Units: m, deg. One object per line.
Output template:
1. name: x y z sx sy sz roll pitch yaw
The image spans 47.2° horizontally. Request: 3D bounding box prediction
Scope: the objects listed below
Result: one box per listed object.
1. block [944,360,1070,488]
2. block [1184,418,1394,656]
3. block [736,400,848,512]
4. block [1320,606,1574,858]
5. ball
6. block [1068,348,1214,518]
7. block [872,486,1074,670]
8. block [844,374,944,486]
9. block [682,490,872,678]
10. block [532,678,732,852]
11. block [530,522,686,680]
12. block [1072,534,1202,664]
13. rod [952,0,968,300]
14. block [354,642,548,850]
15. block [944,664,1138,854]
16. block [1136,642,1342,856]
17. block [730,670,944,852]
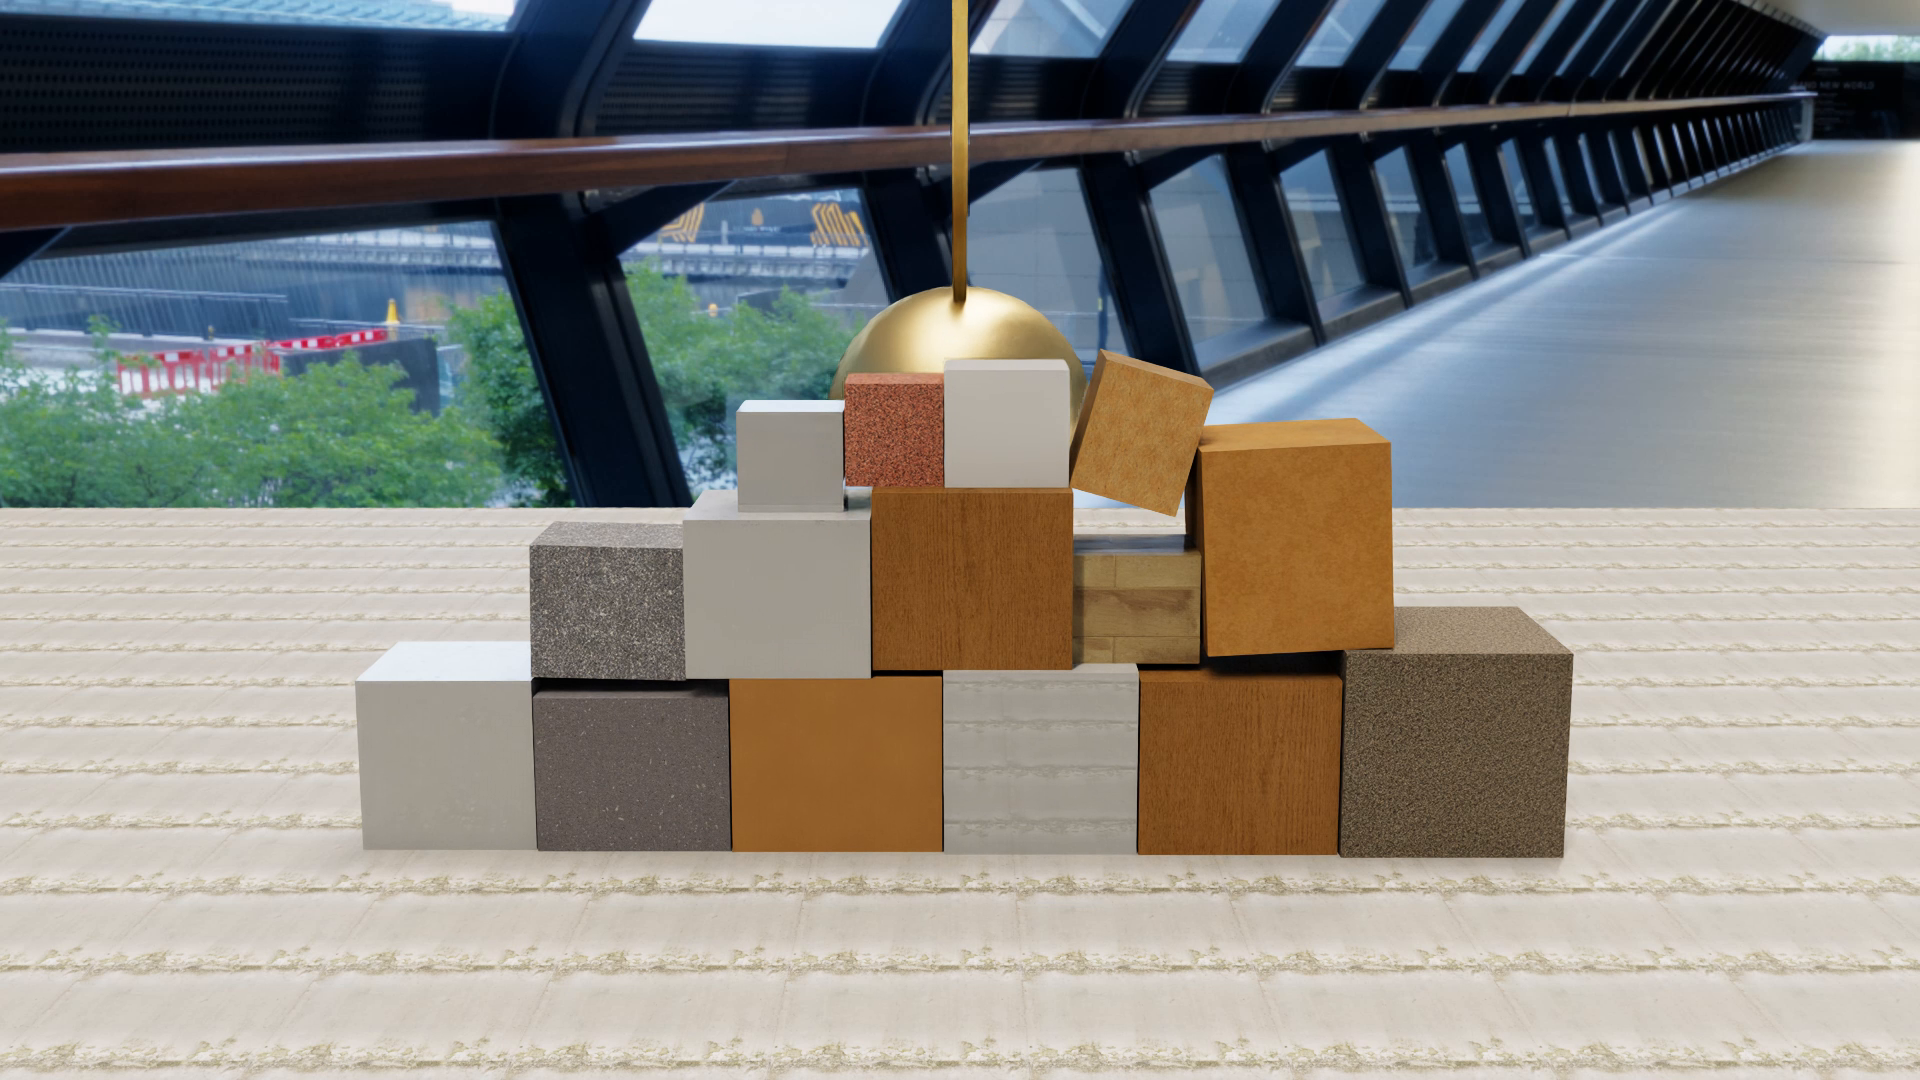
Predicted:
1. block: 0.231 -0.594 11.077 0.613 0.582 0.538 0 10 0
2. block: 1.650 -0.035 11.181 0.915 1.016 0.961 -3 10 1
3. block: -0.839 -0.427 11.094 0.524 0.502 0.484 0 10 0
4. block: 2.439 0.966 11.352 1.105 1.038 1.105 0 10 0
5. ball: 0.000 -0.716 13.158 1.600 1.600 1.600 0 10 0
6. block: 0.892 -0.548 11.084 0.550 0.656 0.572 16 10 -3
7. block: 0.061 0.130 11.193 0.985 0.884 0.866 0 10 0
8. block: -0.326 -0.560 11.087 0.486 0.511 0.486 0 10 0
9. block: -0.894 0.208 11.219 0.911 0.792 0.944 0 10 0
10. block: -1.628 1.087 11.385 0.964 0.788 0.927 0 10 0
11. block: -1.744 0.301 11.224 0.771 0.668 0.688 1 10 0
12. block: 0.874 0.293 11.234 0.642 0.549 0.606 0 10 0
13. rod: 0.000 -3.645 11.431 0.080 5.200 0.080 0 31 0
14. block: -2.556 1.047 11.369 0.871 0.872 0.864 0 10 0
15. block: 0.399 1.017 11.376 0.956 0.928 1.031 0 10 0
16. block: 1.382 1.042 11.355 0.989 0.886 1.000 0 10 0
17. block: -0.613 1.035 11.379 1.047 0.892 0.953 0 10 0
